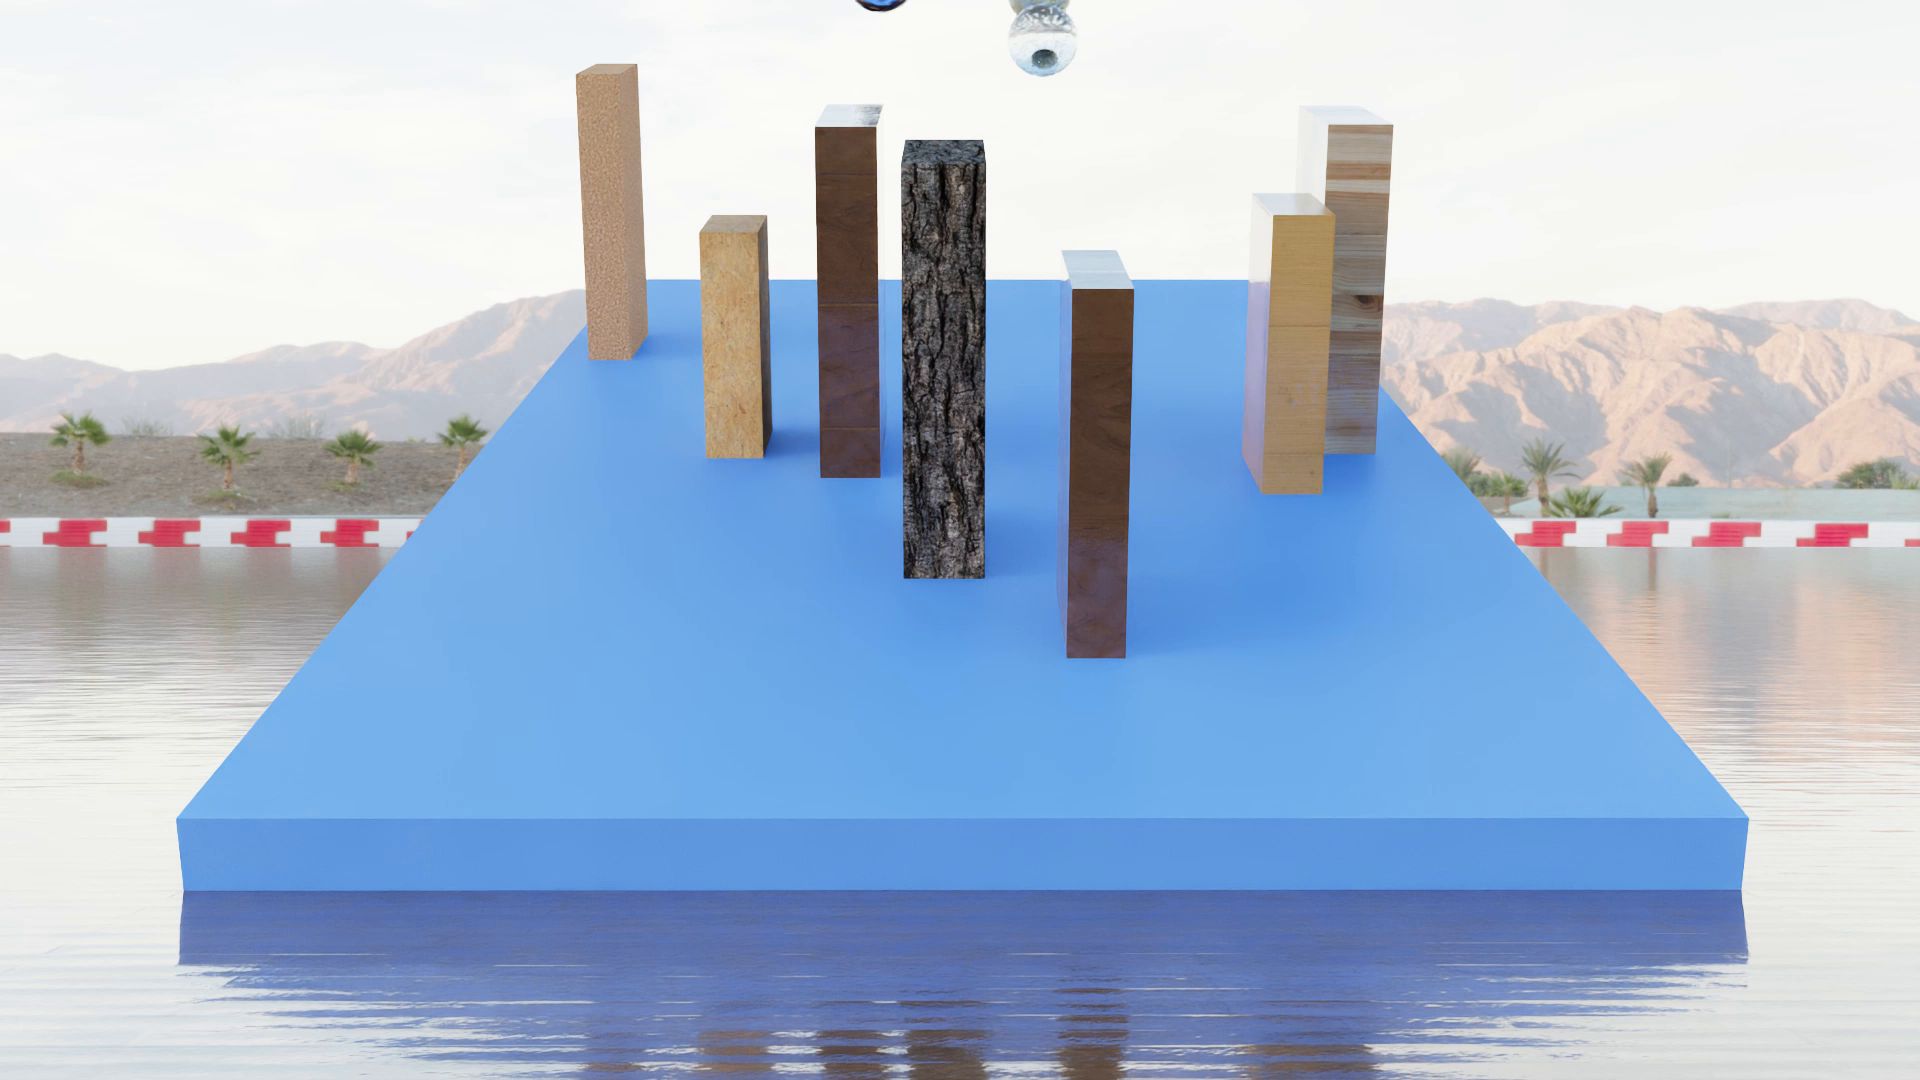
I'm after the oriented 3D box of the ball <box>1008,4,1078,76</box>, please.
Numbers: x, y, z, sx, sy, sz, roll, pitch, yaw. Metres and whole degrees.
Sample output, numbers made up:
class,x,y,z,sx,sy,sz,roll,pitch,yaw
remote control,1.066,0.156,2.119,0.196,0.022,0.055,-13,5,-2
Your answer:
class,x,y,z,sx,sy,sz,roll,pitch,yaw
ball,0.229,-1.377,6.104,0.196,0.196,0.196,0,0,0

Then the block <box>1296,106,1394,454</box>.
class,x,y,z,sx,sy,sz,roll,pitch,yaw
block,0.800,-0.560,4.708,0.131,0.679,0.391,0,17,0

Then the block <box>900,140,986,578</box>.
class,x,y,z,sx,sy,sz,roll,pitch,yaw
block,-0.027,-0.323,3.858,0.139,0.704,0.361,0,17,0

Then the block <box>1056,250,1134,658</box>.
class,x,y,z,sx,sy,sz,roll,pitch,yaw
block,0.208,-0.144,3.486,0.090,0.572,0.356,0,17,0

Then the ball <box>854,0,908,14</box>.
class,x,y,z,sx,sy,sz,roll,pitch,yaw
ball,-0.226,-1.616,6.358,0.202,0.202,0.202,0,0,0

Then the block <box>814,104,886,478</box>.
class,x,y,z,sx,sy,sz,roll,pitch,yaw
block,-0.219,-0.520,4.540,0.119,0.694,0.445,0,17,0

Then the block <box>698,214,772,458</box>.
class,x,y,z,sx,sy,sz,roll,pitch,yaw
block,-0.466,-0.428,4.628,0.118,0.468,0.248,0,17,0

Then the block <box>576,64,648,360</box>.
class,x,y,z,sx,sy,sz,roll,pitch,yaw
block,-0.872,-0.831,5.576,0.105,0.700,0.334,0,17,0

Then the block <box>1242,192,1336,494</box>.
class,x,y,z,sx,sy,sz,roll,pitch,yaw
block,0.646,-0.393,4.381,0.118,0.543,0.308,0,17,0

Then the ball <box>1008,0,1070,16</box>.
class,x,y,z,sx,sy,sz,roll,pitch,yaw
ball,0.233,-1.615,6.510,0.194,0.194,0.194,0,0,0

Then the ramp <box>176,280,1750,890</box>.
class,x,y,z,sx,sy,sz,roll,pitch,yaw
ramp,-0.002,-0.167,4.746,2.000,0.100,4.000,0,17,0
